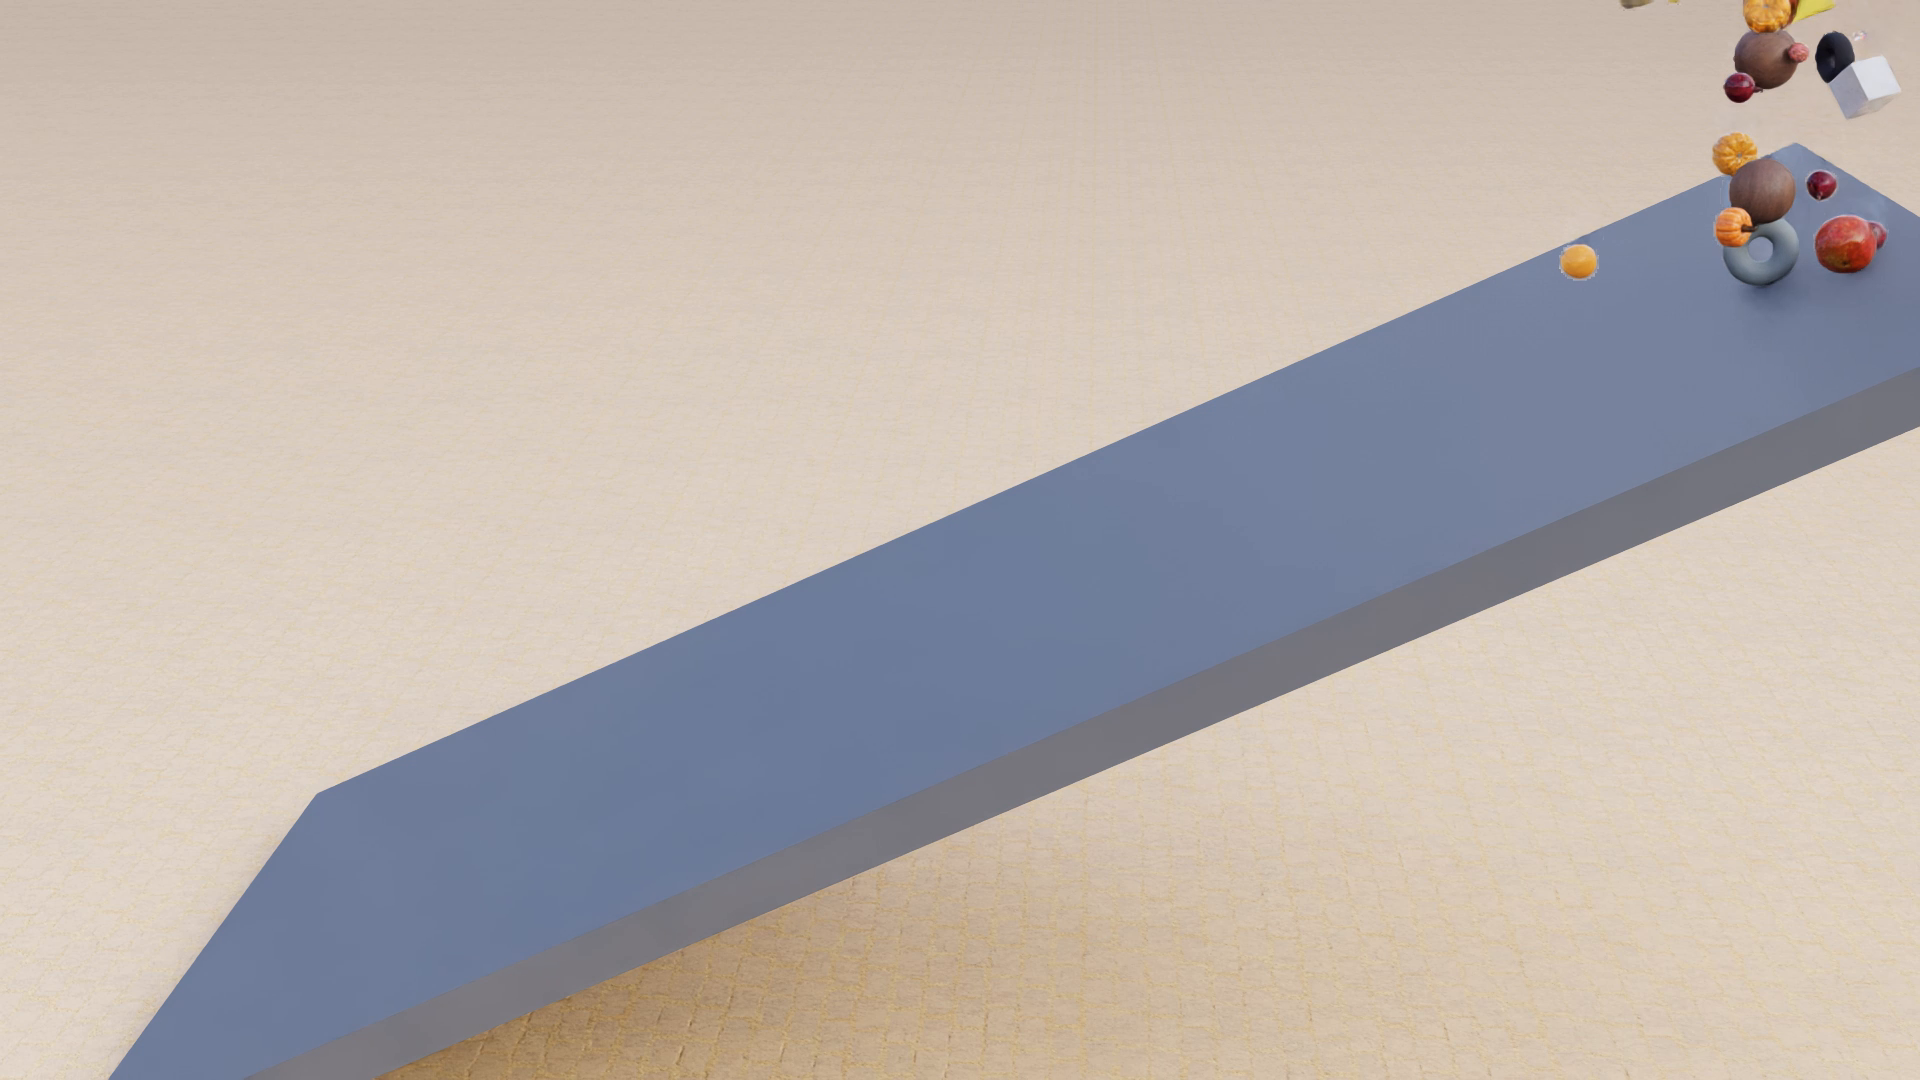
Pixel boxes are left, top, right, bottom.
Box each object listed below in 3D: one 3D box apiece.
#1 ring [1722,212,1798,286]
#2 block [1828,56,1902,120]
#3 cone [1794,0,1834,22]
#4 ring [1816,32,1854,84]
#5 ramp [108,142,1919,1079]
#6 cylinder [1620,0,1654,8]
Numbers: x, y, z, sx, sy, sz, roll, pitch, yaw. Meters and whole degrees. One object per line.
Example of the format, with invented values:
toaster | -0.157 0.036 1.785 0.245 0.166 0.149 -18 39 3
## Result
ring | 1.608 -0.584 5.908 0.149 0.149 0.050 3 15 9
block | 1.716 -0.858 5.579 0.080 0.080 0.080 -17 -15 -21
cone | 1.724 -1.083 5.992 0.080 0.080 0.080 43 1 -1
ring | 1.683 -0.926 5.659 0.035 0.104 0.104 -11 18 -15
ramp | 0.135 0.169 6.283 4.000 0.100 2.000 -24 13 9
cylinder | 1.346 -1.111 5.861 0.076 0.076 0.076 -17 23 7
